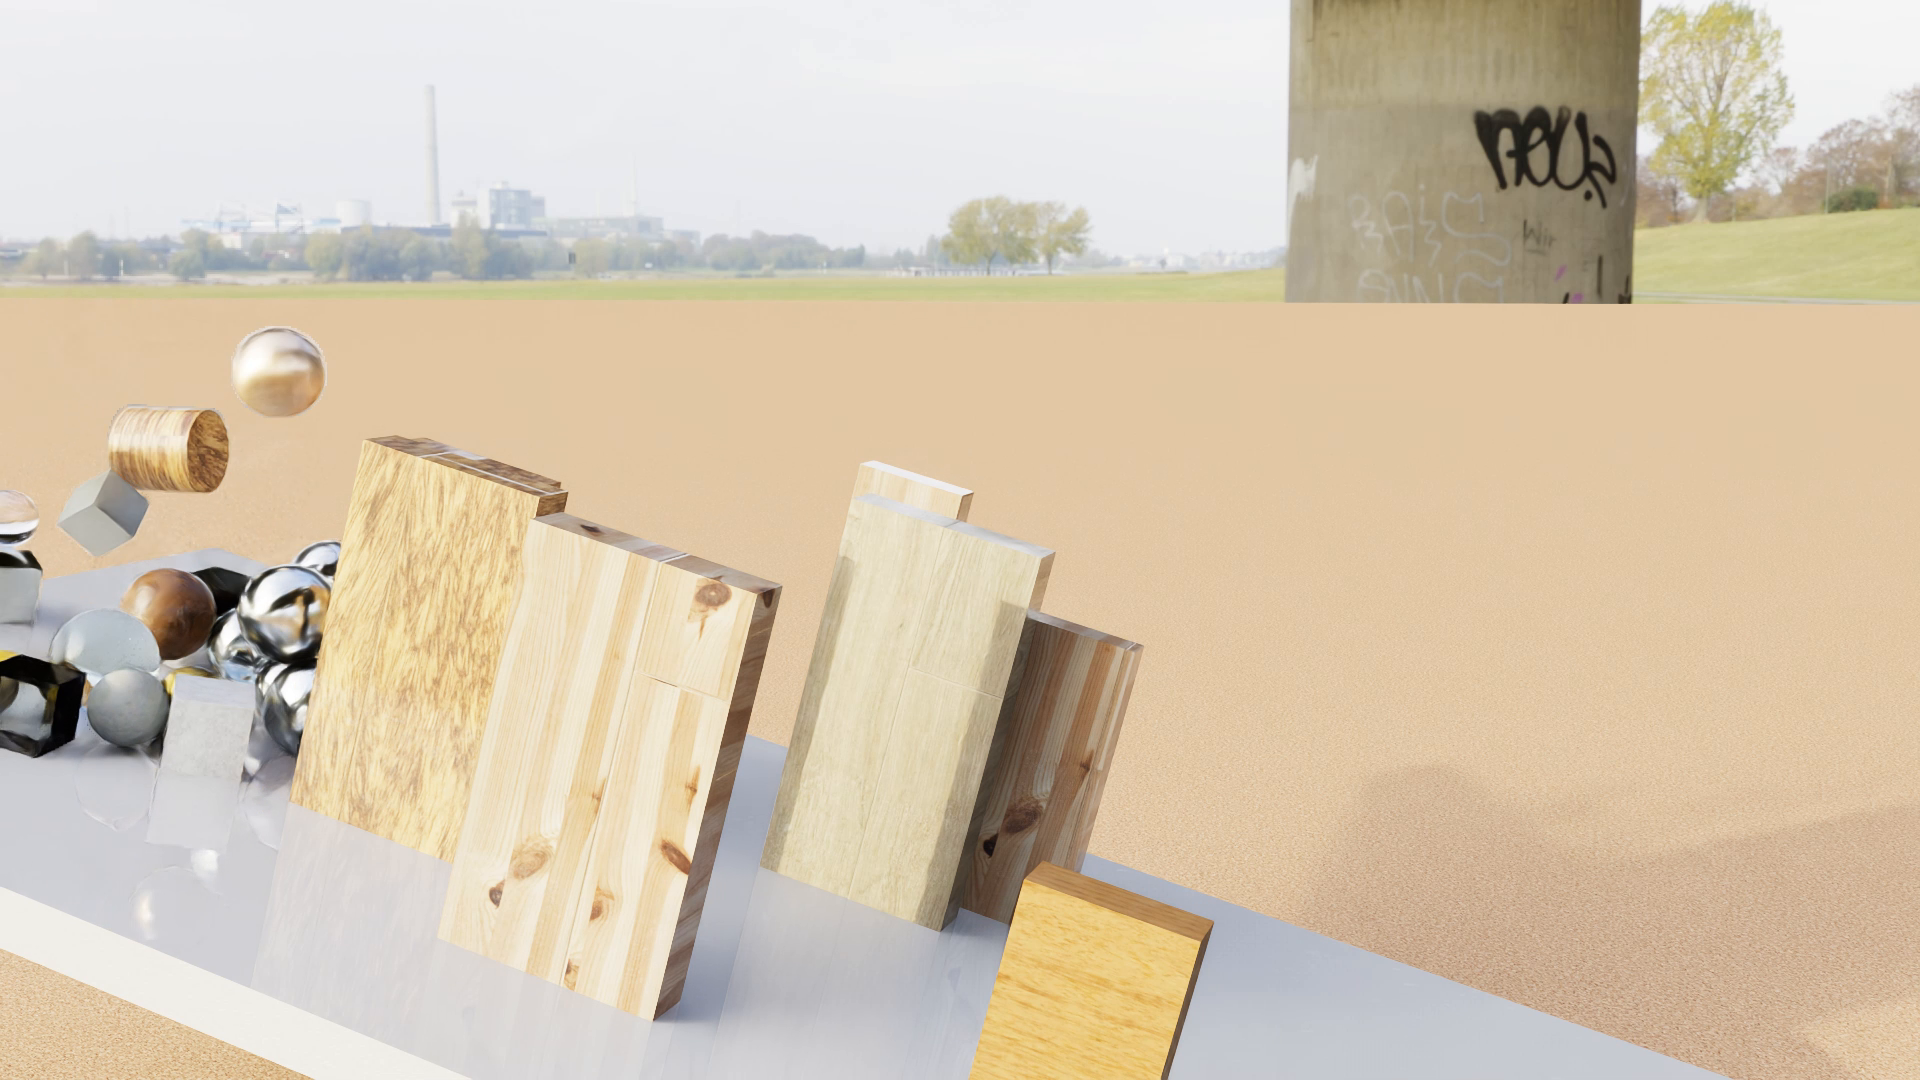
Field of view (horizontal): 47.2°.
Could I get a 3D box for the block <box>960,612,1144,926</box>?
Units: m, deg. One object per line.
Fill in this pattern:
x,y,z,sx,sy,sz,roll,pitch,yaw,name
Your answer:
0.166,0.478,4.492,0.253,0.626,0.087,18,11,15,block

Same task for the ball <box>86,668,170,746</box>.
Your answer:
-1.596,0.321,4.219,0.150,0.150,0.150,0,7,0,ball

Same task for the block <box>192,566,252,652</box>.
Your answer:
-1.657,0.161,4.937,0.148,0.148,0.148,16,11,8,block

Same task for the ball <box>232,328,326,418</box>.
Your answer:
-1.490,-0.366,4.813,0.195,0.195,0.195,0,7,0,ball

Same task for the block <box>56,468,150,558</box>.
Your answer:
-1.813,-0.057,4.657,0.112,0.112,0.112,-24,37,23,block

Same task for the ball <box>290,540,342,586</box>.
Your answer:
-1.511,0.103,5.272,0.204,0.204,0.204,0,7,0,ball

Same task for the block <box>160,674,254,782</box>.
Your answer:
-1.446,0.359,4.230,0.147,0.147,0.147,11,12,-20,block

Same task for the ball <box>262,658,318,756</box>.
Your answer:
-1.289,0.338,4.399,0.203,0.203,0.203,0,7,0,ball

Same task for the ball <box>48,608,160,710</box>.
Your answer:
-1.692,0.239,4.348,0.208,0.208,0.208,0,7,0,ball

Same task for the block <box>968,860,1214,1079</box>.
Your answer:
0.173,0.778,3.308,0.274,0.514,0.109,18,11,15,block

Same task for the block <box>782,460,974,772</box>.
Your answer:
-0.189,0.217,5.001,0.247,0.751,0.093,18,11,15,block

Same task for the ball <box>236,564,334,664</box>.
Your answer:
-1.352,0.149,4.434,0.202,0.202,0.202,0,7,0,ball

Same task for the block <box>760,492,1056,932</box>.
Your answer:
-0.109,0.342,4.395,0.399,0.784,0.114,18,11,15,block

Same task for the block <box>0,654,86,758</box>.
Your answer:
-1.745,0.310,4.117,0.135,0.135,0.135,16,11,5,block

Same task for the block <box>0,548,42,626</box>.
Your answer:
-2.072,0.099,4.746,0.130,0.130,0.130,7,14,-36,block

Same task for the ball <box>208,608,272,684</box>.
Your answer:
-1.523,0.226,4.715,0.173,0.173,0.173,0,7,0,ball

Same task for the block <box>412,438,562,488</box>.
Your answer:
-1.048,0.150,4.483,0.320,0.647,0.111,18,11,15,block

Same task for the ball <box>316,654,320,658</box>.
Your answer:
-1.388,0.285,4.738,0.124,0.124,0.124,0,7,0,ball

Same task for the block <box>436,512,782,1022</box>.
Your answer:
-0.592,0.376,3.683,0.415,0.751,0.112,18,11,15,block

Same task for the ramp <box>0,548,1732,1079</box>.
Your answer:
-0.385,0.765,4.246,4.000,0.100,2.000,18,11,15,ramp

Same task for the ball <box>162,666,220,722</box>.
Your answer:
-1.527,0.317,4.365,0.135,0.135,0.135,0,7,0,ball

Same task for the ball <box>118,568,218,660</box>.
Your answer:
-1.698,0.158,4.715,0.200,0.200,0.200,0,7,0,ball

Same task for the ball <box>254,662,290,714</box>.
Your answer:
-1.394,0.315,4.553,0.134,0.134,0.134,0,7,0,ball

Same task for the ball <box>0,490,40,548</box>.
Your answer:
-2.074,-0.046,4.789,0.127,0.127,0.127,0,7,0,ball

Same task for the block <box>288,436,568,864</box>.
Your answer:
-0.996,0.203,4.107,0.369,0.716,0.114,18,11,15,block

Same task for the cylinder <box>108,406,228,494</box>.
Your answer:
-1.768,-0.202,4.919,0.186,0.186,0.186,3,7,10,cylinder

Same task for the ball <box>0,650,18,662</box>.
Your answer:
-1.847,0.269,4.234,0.117,0.117,0.117,0,7,0,ball
